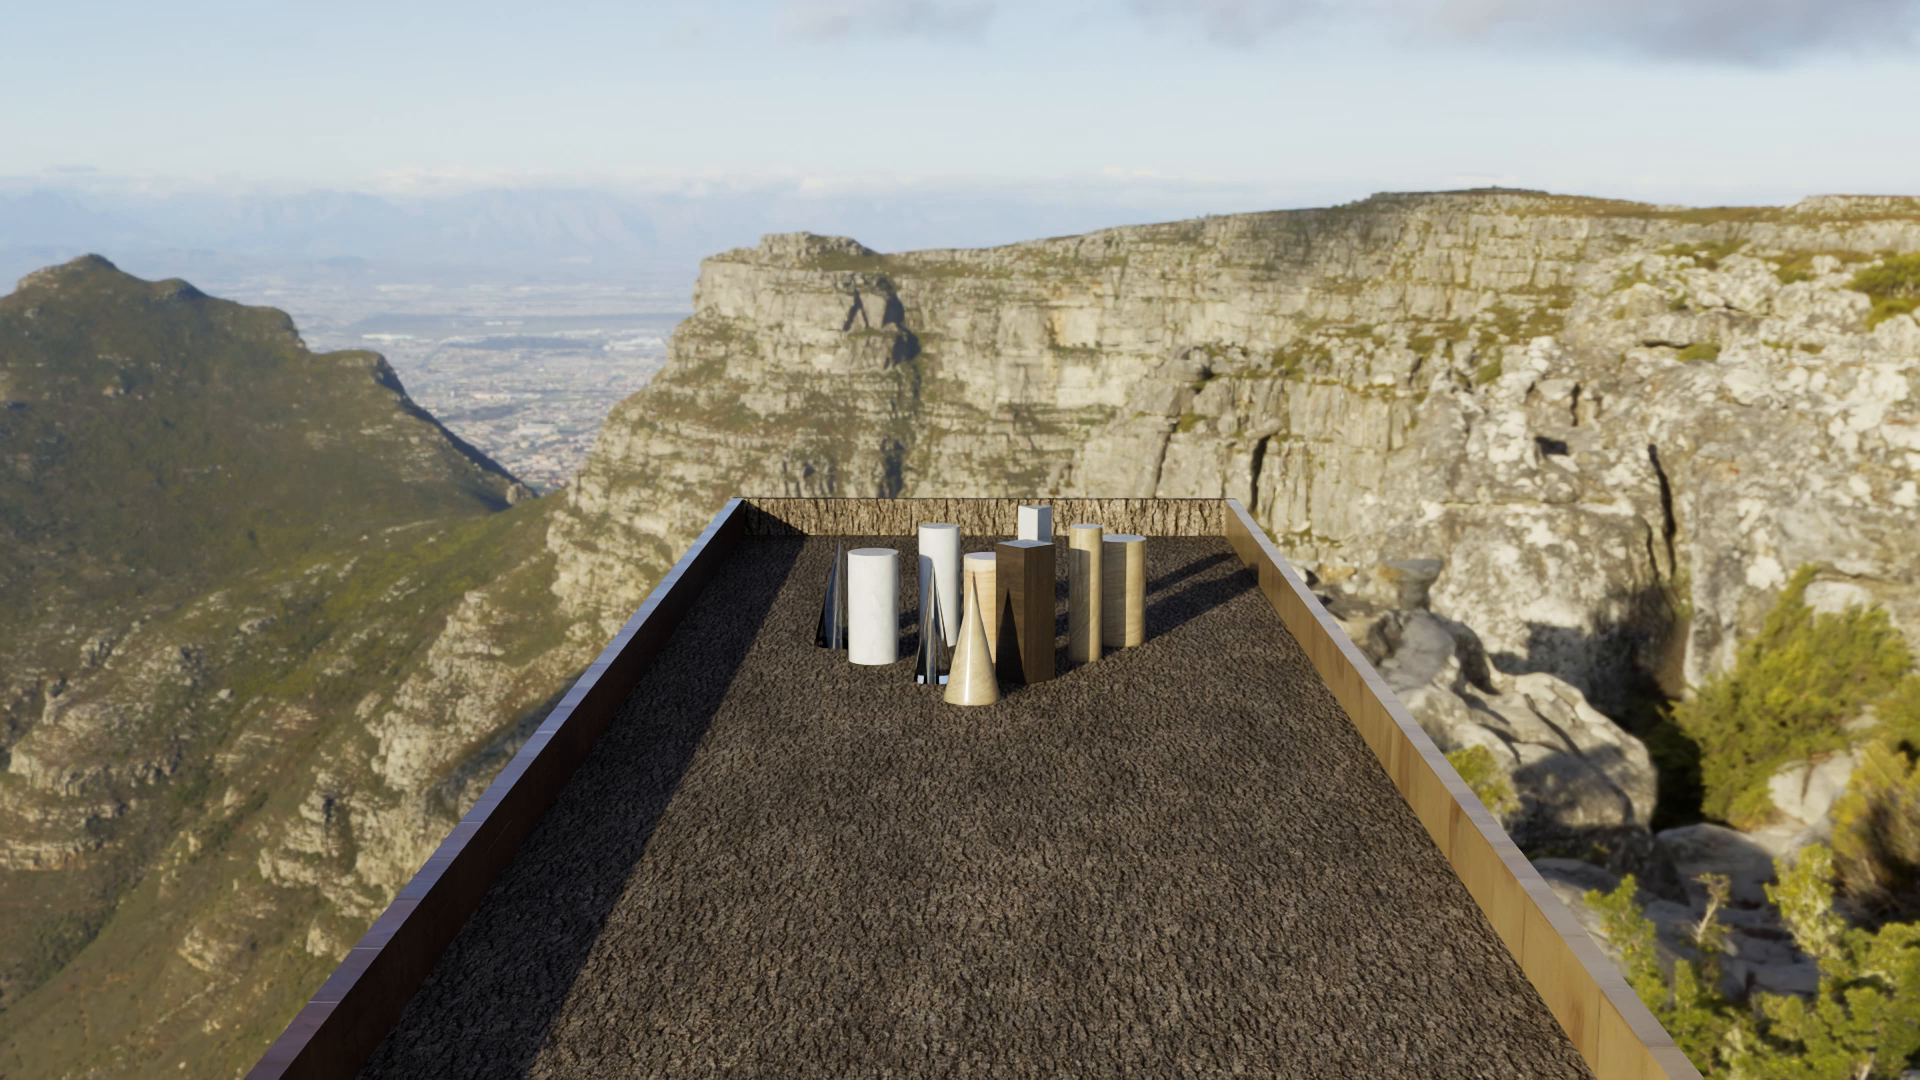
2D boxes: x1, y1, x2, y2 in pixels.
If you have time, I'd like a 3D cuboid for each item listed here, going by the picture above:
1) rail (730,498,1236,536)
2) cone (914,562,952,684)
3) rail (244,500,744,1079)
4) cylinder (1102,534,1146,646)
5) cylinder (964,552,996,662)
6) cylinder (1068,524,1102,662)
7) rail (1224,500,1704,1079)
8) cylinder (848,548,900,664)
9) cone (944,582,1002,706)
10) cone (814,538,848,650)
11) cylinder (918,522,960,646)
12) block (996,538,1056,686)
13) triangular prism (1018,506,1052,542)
[{"bbox_3d":[0.099,-0.098,9.147,2.100,0.150,0.050,0,9,1],"label":"rail"},{"bbox_3d":[-0.077,0.233,6.399,0.117,0.357,0.117,0,9,0],"label":"cone"},{"bbox_3d":[-1.004,0.839,3.234,0.050,0.150,12.000,0,9,1],"label":"rail"},{"bbox_3d":[0.507,0.158,6.950,0.161,0.332,0.161,0,9,0],"label":"cylinder"},{"bbox_3d":[0.085,0.205,6.706,0.145,0.316,0.145,0,9,0],"label":"cylinder"},{"bbox_3d":[0.382,0.160,6.695,0.102,0.408,0.102,0,9,0],"label":"cylinder"},{"bbox_3d":[1.046,0.843,3.208,0.050,0.150,12.000,0,9,1],"label":"rail"},{"bbox_3d":[-0.263,0.200,6.685,0.154,0.332,0.154,0,9,0],"label":"cylinder"},{"bbox_3d":[0.035,0.280,6.165,0.165,0.337,0.165,0,9,0],"label":"cone"},{"bbox_3d":[-0.377,0.158,6.917,0.168,0.342,0.168,0,9,0],"label":"cone"},{"bbox_3d":[-0.064,0.140,6.933,0.130,0.373,0.130,0,9,0],"label":"cylinder"},{"bbox_3d":[0.190,0.208,6.411,0.123,0.402,0.123,-8,12,-40],"label":"block"},{"bbox_3d":[0.249,0.110,6.931,0.089,0.434,0.103,-5,10,-31],"label":"triangular prism"}]
